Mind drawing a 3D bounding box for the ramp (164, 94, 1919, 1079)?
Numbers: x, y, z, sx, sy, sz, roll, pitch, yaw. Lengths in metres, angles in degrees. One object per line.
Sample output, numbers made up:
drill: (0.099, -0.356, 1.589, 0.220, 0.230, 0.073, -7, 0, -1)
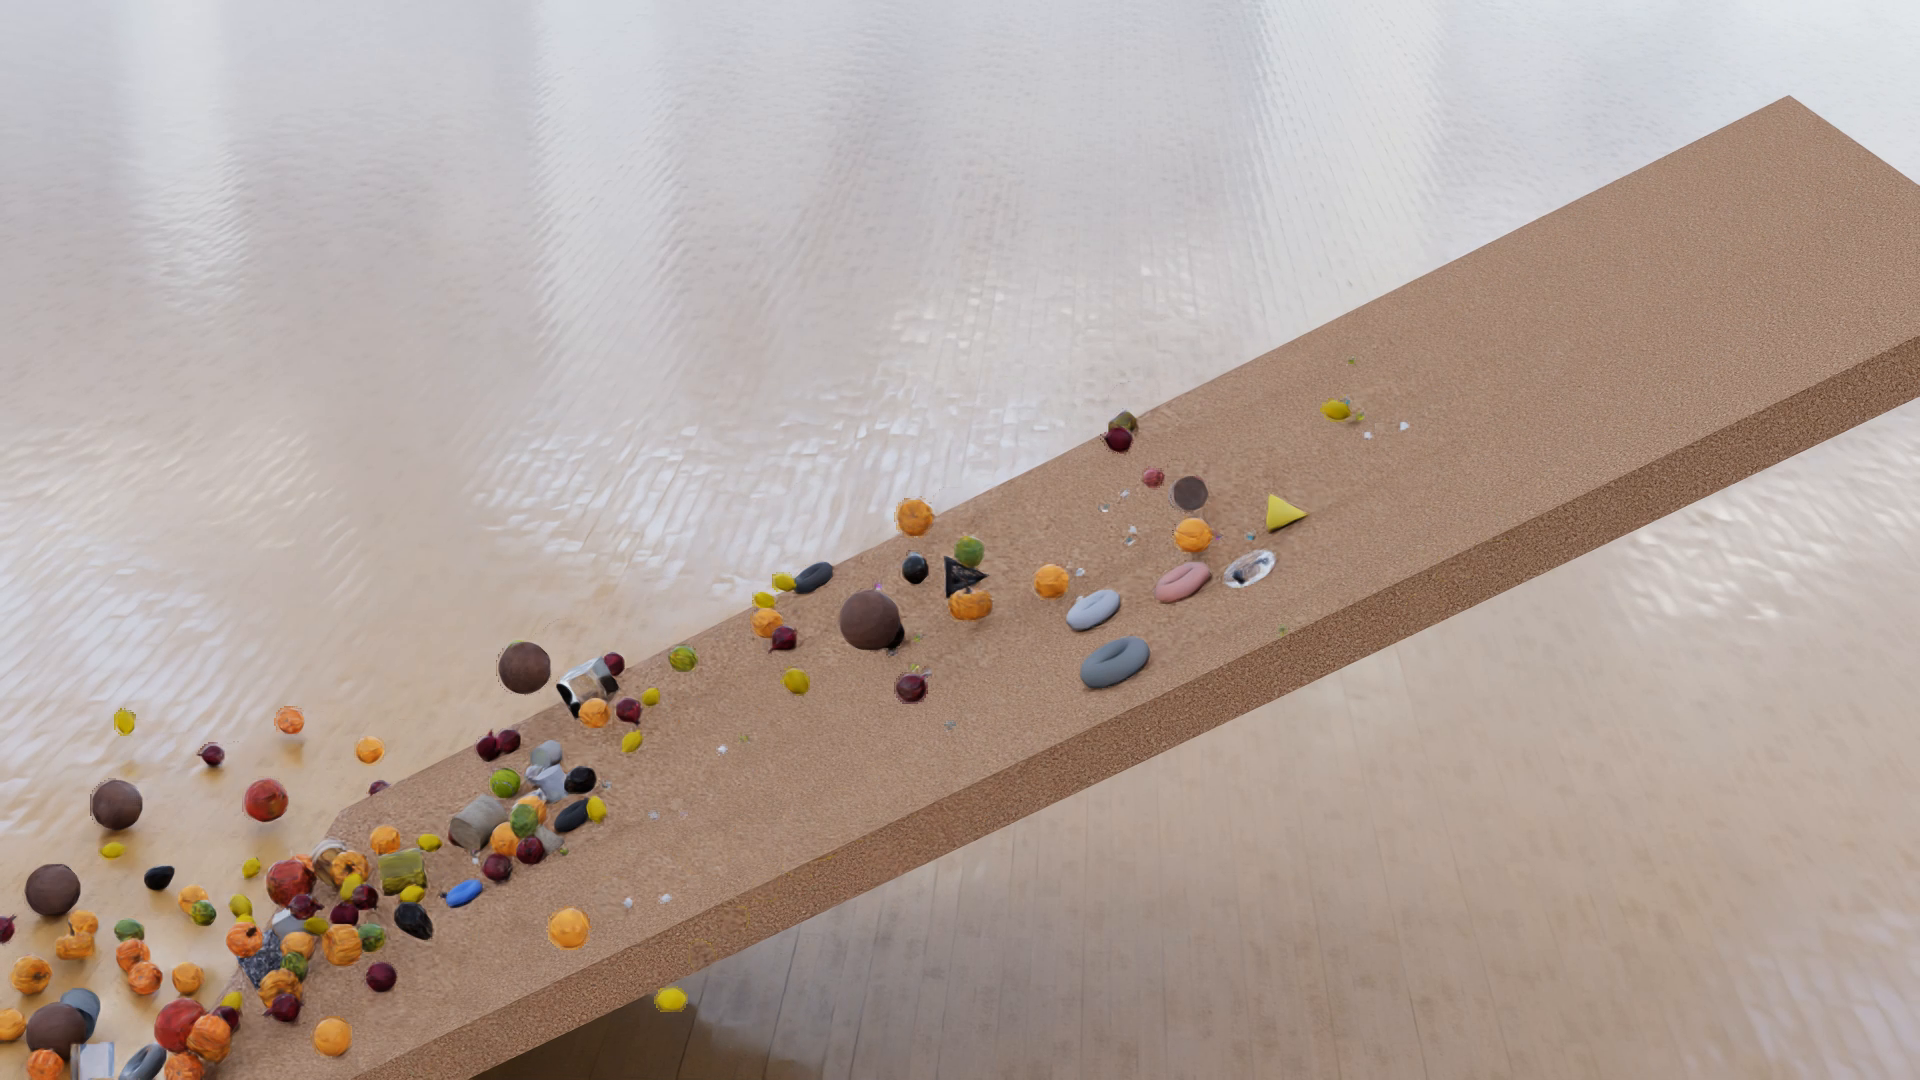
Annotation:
ramp: (0.140, 0.167, 6.281, 4.000, 0.100, 2.000, -26, 14, 10)

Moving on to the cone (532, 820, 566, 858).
cone: (-0.896, 0.631, 6.296, 0.074, 0.074, 0.074, -27, 14, 7)

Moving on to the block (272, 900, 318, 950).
block: (-1.500, 0.869, 6.637, 0.071, 0.071, 0.071, -29, 14, -3)

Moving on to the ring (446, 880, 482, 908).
ring: (-1.058, 0.754, 6.273, 0.084, 0.028, 0.084, -27, 15, 8)

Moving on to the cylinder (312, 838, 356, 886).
cylinder: (-1.470, 0.755, 6.895, 0.091, 0.091, 0.091, -6, 9, -18)

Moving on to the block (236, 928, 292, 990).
block: (-1.533, 0.923, 6.482, 0.083, 0.083, 0.083, -30, 14, -4)

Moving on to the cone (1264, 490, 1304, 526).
cone: (0.647, -0.051, 5.785, 0.077, 0.077, 0.077, 20, 23, 15)

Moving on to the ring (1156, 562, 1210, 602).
ring: (0.433, 0.082, 5.725, 0.116, 0.039, 0.116, -28, 15, 8)

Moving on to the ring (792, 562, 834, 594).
ring: (-0.362, 0.094, 7.240, 0.110, 0.037, 0.110, -28, 18, 10)

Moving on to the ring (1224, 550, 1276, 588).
ring: (0.552, 0.055, 5.596, 0.106, 0.035, 0.106, -28, 13, 7)

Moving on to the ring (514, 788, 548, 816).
ring: (-0.975, 0.594, 6.674, 0.087, 0.029, 0.087, -26, 13, 6)

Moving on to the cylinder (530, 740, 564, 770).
cylinder: (-0.970, 0.506, 6.899, 0.057, 0.057, 0.057, 7, 18, 21)

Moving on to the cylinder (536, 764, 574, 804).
cylinder: (-0.915, 0.551, 6.641, 0.063, 0.063, 0.063, -27, 14, 7)

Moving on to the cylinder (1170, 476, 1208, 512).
cylinder: (0.475, -0.095, 6.106, 0.071, 0.071, 0.071, 0, 0, -1)

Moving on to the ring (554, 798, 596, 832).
ring: (-0.836, 0.598, 6.379, 0.101, 0.034, 0.101, -31, 13, 8)

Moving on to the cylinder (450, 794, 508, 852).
cylinder: (-1.078, 0.636, 6.592, 0.093, 0.093, 0.093, 12, 37, 34)

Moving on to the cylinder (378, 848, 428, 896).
cylinder: (-1.226, 0.730, 6.470, 0.092, 0.092, 0.092, -11, 19, -9)

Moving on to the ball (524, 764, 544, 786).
ball: (-0.983, 0.547, 6.816, 0.051, 0.051, 0.051, 0, 17, 0)

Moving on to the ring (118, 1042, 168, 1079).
ring: (-1.729, 1.117, 6.222, 0.126, 0.042, 0.126, -37, 20, 16)

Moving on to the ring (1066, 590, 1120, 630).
ring: (0.265, 0.139, 5.848, 0.117, 0.039, 0.117, -28, 14, 7)

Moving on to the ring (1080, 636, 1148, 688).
ring: (0.288, 0.228, 5.473, 0.140, 0.047, 0.140, -26, 15, 7)

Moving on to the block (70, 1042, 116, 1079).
block: (-1.768, 1.062, 5.995, 0.071, 0.071, 0.071, 2, -10, -32)

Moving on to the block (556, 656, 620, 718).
block: (-0.915, 0.363, 7.238, 0.098, 0.098, 0.098, -24, 15, 20)

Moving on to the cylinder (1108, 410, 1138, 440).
cylinder: (0.389, -0.275, 7.053, 0.051, 0.051, 0.051, -37, 35, -28)
